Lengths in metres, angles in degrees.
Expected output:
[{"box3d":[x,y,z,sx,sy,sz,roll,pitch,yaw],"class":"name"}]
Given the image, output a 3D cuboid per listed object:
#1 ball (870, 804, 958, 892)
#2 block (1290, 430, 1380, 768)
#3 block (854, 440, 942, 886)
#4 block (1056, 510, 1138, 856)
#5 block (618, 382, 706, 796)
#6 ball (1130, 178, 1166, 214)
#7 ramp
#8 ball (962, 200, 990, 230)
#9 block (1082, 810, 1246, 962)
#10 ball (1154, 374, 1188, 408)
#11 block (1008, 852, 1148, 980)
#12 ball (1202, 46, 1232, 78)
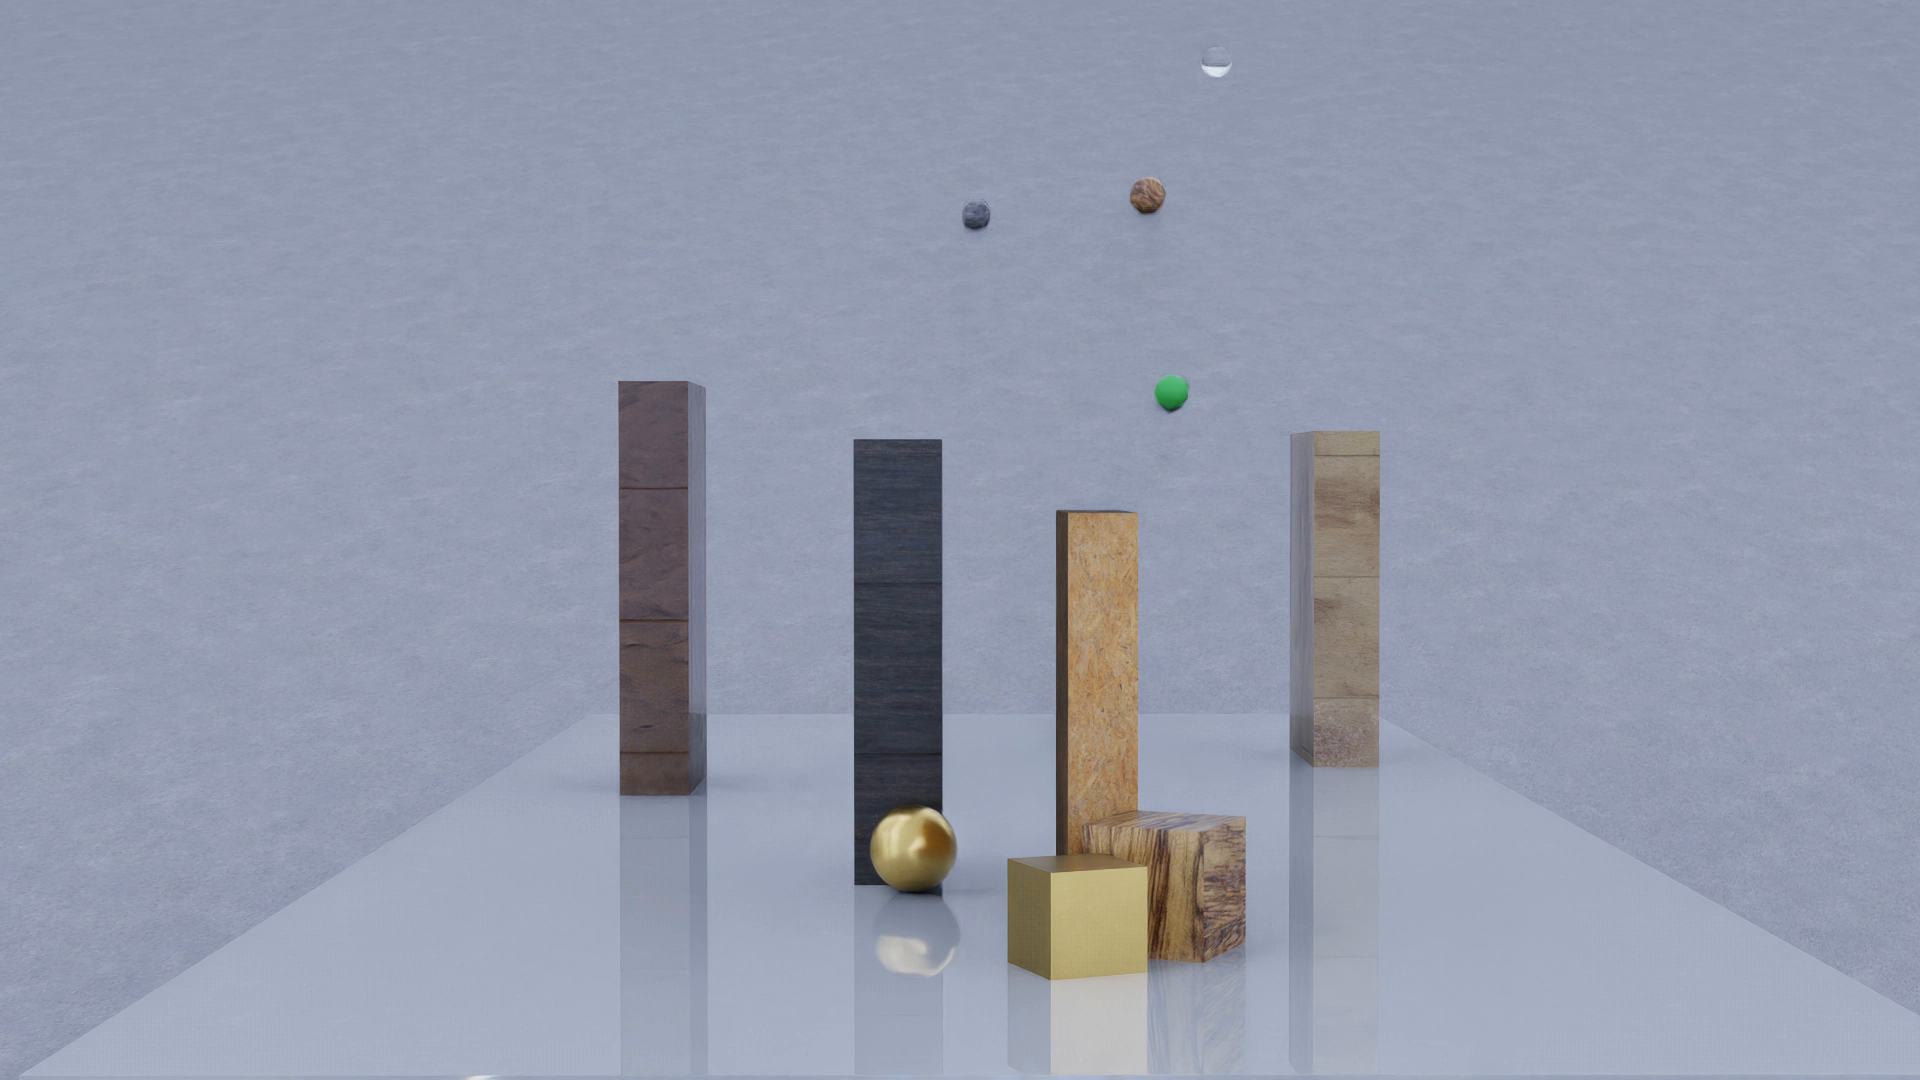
[{"box3d":[-0.067,0.445,3.721,0.127,0.127,0.127,0,26,0],"class":"ball"},{"box3d":[0.800,0.118,5.528,0.135,0.696,0.386,0,1,0],"class":"block"},{"box3d":[-0.091,0.176,3.914,0.129,0.654,0.272,0,1,0],"class":"block"},{"box3d":[0.187,0.236,3.582,0.092,0.550,0.406,0,1,0],"class":"block"},{"box3d":[-0.577,0.088,5.033,0.131,0.781,0.346,0,1,0],"class":"block"},{"box3d":[0.749,-1.377,10.303,0.143,0.143,0.143,0,26,0],"class":"ball"},{"box3d":[0.060,0.539,4.575,2.000,0.100,4.000,0,1,0],"class":"ramp"},{"box3d":[0.064,-1.275,10.131,0.112,0.112,0.112,0,26,0],"class":"ball"},{"box3d":[0.260,0.437,3.277,0.161,0.161,0.161,1,1,25],"class":"block"},{"box3d":[0.701,-0.491,8.544,0.112,0.112,0.112,0,26,0],"class":"ball"},{"box3d":[0.142,0.457,3.144,0.128,0.128,0.128,-1,1,-23],"class":"block"},{"box3d":[1.197,-2.231,12.034,0.144,0.144,0.144,0,26,0],"class":"ball"}]
